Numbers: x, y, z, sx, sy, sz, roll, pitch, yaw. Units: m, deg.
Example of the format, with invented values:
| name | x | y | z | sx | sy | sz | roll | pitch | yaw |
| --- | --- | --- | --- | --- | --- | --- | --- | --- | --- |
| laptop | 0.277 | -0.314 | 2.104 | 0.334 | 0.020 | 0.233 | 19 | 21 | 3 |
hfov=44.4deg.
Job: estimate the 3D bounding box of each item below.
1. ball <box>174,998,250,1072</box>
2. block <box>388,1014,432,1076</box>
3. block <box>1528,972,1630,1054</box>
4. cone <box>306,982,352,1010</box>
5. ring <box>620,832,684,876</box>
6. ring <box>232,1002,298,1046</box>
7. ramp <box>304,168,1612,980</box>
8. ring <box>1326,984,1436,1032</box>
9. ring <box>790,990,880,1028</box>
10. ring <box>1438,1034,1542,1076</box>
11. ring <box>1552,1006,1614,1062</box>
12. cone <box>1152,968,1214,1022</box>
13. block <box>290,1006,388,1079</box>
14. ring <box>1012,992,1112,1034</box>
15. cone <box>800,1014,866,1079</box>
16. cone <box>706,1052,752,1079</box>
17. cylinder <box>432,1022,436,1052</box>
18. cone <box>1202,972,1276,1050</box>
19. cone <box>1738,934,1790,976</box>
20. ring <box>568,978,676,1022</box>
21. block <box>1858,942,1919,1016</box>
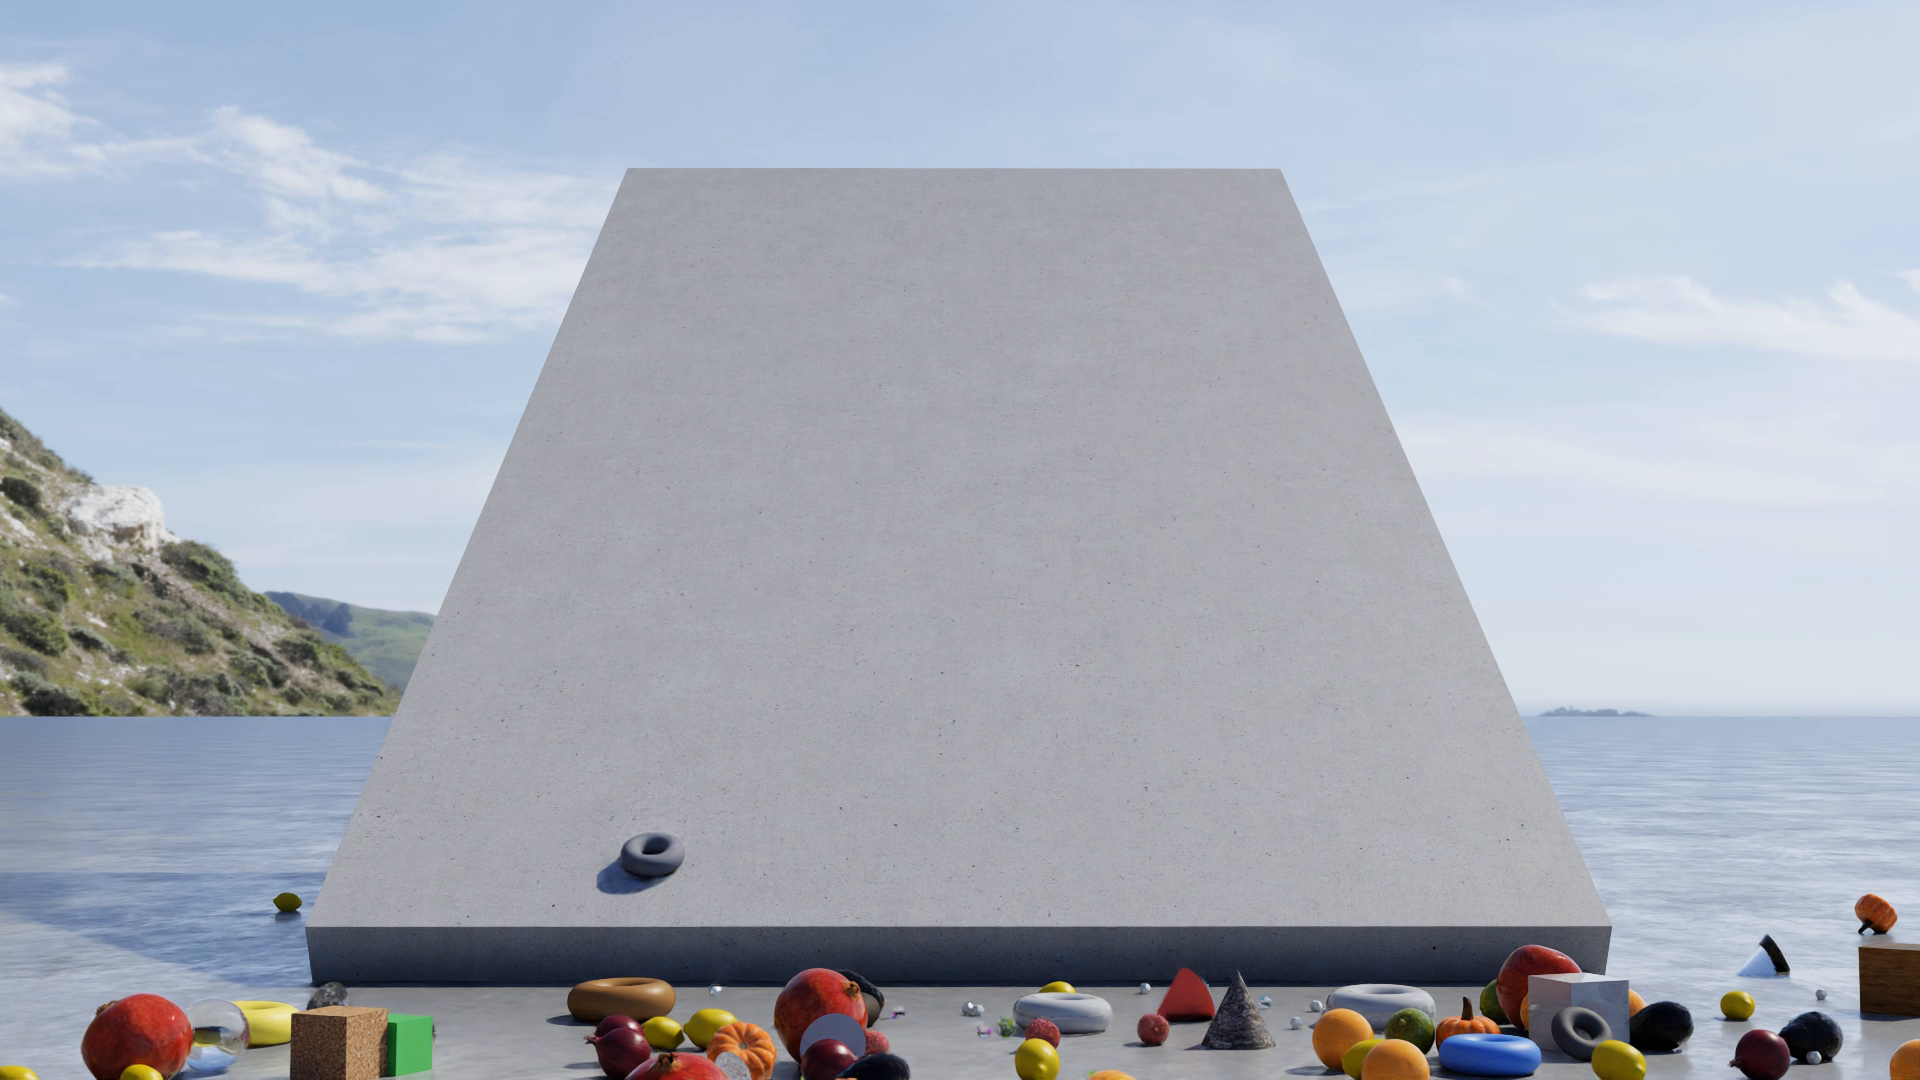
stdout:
| name | x | y | z | sx | sy | sz | roll | pitch | yaw |
| --- | --- | --- | --- | --- | --- | --- | --- | --- | --- |
| ball | -0.864 | 0.572 | 2.717 | 0.084 | 0.084 | 0.084 | 0 | -4 | 0 |
| block | -0.655 | 0.584 | 2.722 | 0.061 | 0.061 | 0.061 | -2 | -5 | 28 |
| block | 0.765 | 0.585 | 2.907 | 0.086 | 0.086 | 0.086 | 2 | -4 | -22 |
| cone | -0.805 | 0.624 | 3.073 | 0.071 | 0.071 | 0.071 | -3 | -31 | 32 |
| ring | -0.489 | 0.500 | 3.743 | 0.103 | 0.034 | 0.103 | 1 | 25 | 0 |
| ring | -0.900 | 0.610 | 2.962 | 0.138 | 0.046 | 0.138 | 1 | -4 | 0 |
| ramp | -0.009 | -0.229 | 5.420 | 2.000 | 0.100 | 4.000 | 0 | 26 | 0 |
| ring | 0.557 | 0.619 | 3.112 | 0.145 | 0.048 | 0.145 | -1 | -3 | 0 |
| ring | -0.166 | 0.624 | 3.120 | 0.121 | 0.040 | 0.121 | 1 | -3 | 0 |
| ring | 0.613 | 0.596 | 2.720 | 0.116 | 0.039 | 0.116 | 1 | -5 | 0 |
| ring | 0.747 | 0.593 | 2.820 | 0.077 | 0.026 | 0.077 | 10 | 38 | -8 |
| cone | 0.290 | 0.630 | 3.173 | 0.077 | 0.077 | 0.077 | -27 | 7 | -22 |
| block | -0.704 | 0.573 | 2.666 | 0.076 | 0.076 | 0.076 | -2 | -4 | 22 |
| ring | 0.134 | 0.619 | 3.073 | 0.131 | 0.044 | 0.131 | 1 | -5 | 0 |
| cone | -0.137 | 0.596 | 2.710 | 0.078 | 0.078 | 0.078 | -1 | -31 | 13 |
| cone | -0.263 | 0.589 | 2.540 | 0.055 | 0.055 | 0.055 | -34 | -22 | 29 |
| cylinder | -0.659 | 0.593 | 2.789 | 0.054 | 0.054 | 0.054 | -1 | -4 | 11 |
| cone | 0.347 | 0.584 | 2.937 | 0.093 | 0.093 | 0.093 | 0 | -4 | 0 |
| cone | 1.258 | 0.670 | 3.709 | 0.072 | 0.072 | 0.072 | -27 | -5 | 1 |
| ring | -0.460 | 0.625 | 3.194 | 0.146 | 0.049 | 0.146 | -1 | -4 | 0 |
| block | 1.308 | 0.609 | 3.261 | 0.090 | 0.090 | 0.090 | -3 | -5 | 38 |
